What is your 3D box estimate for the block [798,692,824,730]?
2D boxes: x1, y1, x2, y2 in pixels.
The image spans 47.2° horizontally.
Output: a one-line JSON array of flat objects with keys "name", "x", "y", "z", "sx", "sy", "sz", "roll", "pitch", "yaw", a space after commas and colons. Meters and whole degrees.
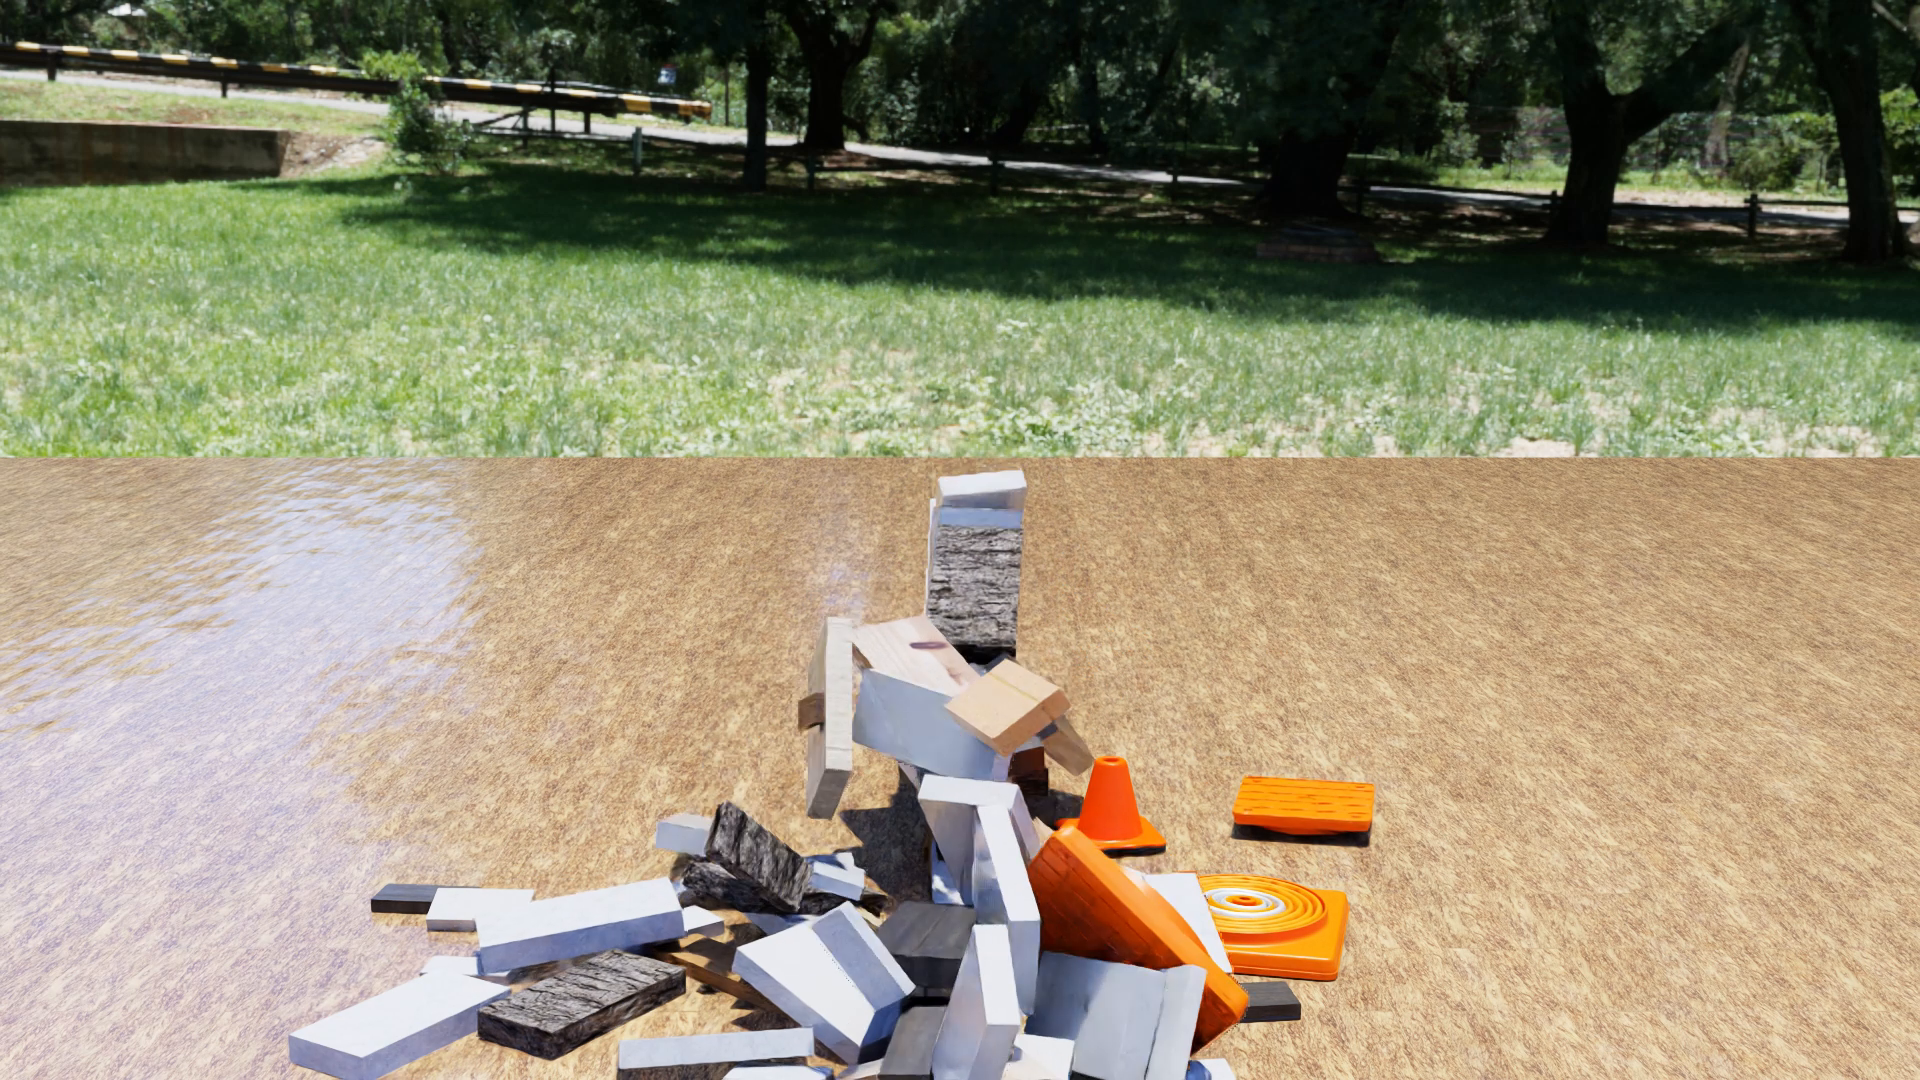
[{"name": "block", "x": -0.246, "y": 0.283, "z": 3.632, "sx": 0.014, "sy": 0.048, "sz": 0.096, "roll": 6, "pitch": -15, "yaw": -20}]

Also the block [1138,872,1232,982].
[{"name": "block", "x": 0.334, "y": 0.577, "z": 3.271, "sx": 0.088, "sy": 0.025, "sz": 0.176, "roll": 1, "pitch": 47, "yaw": -23}]

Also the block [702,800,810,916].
[{"name": "block", "x": -0.302, "y": 0.475, "z": 3.282, "sx": 0.025, "sy": 0.175, "sz": 0.088, "roll": -28, "pitch": 33, "yaw": 35}]

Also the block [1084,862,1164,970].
[{"name": "block", "x": 0.255, "y": 0.587, "z": 3.318, "sx": 0.122, "sy": 0.035, "sz": 0.245, "roll": 19, "pitch": 29, "yaw": 5}]

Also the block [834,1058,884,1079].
[{"name": "block", "x": -0.105, "y": 0.691, "z": 2.844, "sx": 0.134, "sy": 0.019, "sz": 0.067, "roll": -21, "pitch": 0, "yaw": 26}]

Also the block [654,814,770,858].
[{"name": "block", "x": -0.417, "y": 0.505, "z": 3.733, "sx": 0.151, "sy": 0.043, "sz": 0.302, "roll": 10, "pitch": -4, "yaw": 2}]

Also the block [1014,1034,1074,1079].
[{"name": "block", "x": 0.041, "y": 0.729, "z": 2.498, "sx": 0.116, "sy": 0.033, "sz": 0.513, "roll": 5, "pitch": 24, "yaw": 8}]

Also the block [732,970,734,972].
[{"name": "block", "x": -0.275, "y": 0.623, "z": 3.257, "sx": 0.085, "sy": 0.024, "sz": 0.170, "roll": 10, "pitch": 0, "yaw": 8}]

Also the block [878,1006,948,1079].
[{"name": "block", "x": -0.055, "y": 0.641, "z": 2.786, "sx": 0.066, "sy": 0.019, "sz": 0.131, "roll": -3, "pitch": 27, "yaw": 16}]

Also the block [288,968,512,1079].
[{"name": "block", "x": -0.780, "y": 0.679, "z": 3.082, "sx": 0.142, "sy": 0.040, "sz": 0.283, "roll": 6, "pitch": 12, "yaw": 31}]

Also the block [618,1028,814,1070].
[{"name": "block", "x": -0.329, "y": 0.681, "z": 2.950, "sx": 0.255, "sy": 0.036, "sz": 0.127, "roll": -2, "pitch": -12, "yaw": -10}]

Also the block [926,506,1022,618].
[{"name": "block", "x": 0.025, "y": 0.115, "z": 4.573, "sx": 0.180, "sy": 0.359, "sz": 0.051, "roll": 3, "pitch": 1, "yaw": -18}]

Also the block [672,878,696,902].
[{"name": "block", "x": -0.485, "y": 0.584, "z": 3.595, "sx": 0.096, "sy": 0.014, "sz": 0.048, "roll": -20, "pitch": 17, "yaw": -17}]

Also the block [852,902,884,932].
[{"name": "block", "x": -0.146, "y": 0.608, "z": 3.412, "sx": 0.016, "sy": 0.058, "sz": 0.121, "roll": -8, "pitch": 13, "yaw": -28}]

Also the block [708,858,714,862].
[{"name": "block", "x": -0.386, "y": 0.547, "z": 3.673, "sx": 0.058, "sy": 0.016, "sz": 0.116, "roll": 33, "pitch": -16, "yaw": -29}]

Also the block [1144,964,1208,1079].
[{"name": "block", "x": 0.254, "y": 0.605, "z": 2.685, "sx": 0.023, "sy": 0.166, "sz": 0.083, "roll": 24, "pitch": -25, "yaw": -19}]

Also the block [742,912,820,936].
[{"name": "block", "x": -0.257, "y": 0.591, "z": 3.424, "sx": 0.130, "sy": 0.037, "sz": 0.259, "roll": 17, "pitch": 0, "yaw": -25}]

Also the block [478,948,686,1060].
[{"name": "block", "x": -0.539, "y": 0.664, "z": 3.161, "sx": 0.142, "sy": 0.040, "sz": 0.283, "roll": 7, "pitch": 12, "yaw": 32}]

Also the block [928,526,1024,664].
[{"name": "block", "x": 0.030, "y": 0.106, "z": 4.367, "sx": 0.174, "sy": 0.049, "sz": 0.348, "roll": 2, "pitch": 41, "yaw": 3}]

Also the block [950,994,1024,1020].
[{"name": "block", "x": 0.032, "y": 0.578, "z": 2.733, "sx": 0.071, "sy": 0.020, "sz": 0.267, "roll": 41, "pitch": -14, "yaw": 5}]

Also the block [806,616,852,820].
[{"name": "block", "x": -0.217, "y": 0.295, "z": 3.659, "sx": 0.043, "sy": 0.151, "sz": 0.302, "roll": 8, "pitch": 50, "yaw": -13}]

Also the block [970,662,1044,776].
[{"name": "block", "x": 0.014, "y": 0.305, "z": 3.666, "sx": 0.148, "sy": 0.042, "sz": 0.295, "roll": -12, "pitch": 29, "yaw": -18}]

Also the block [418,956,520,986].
[{"name": "block", "x": -0.736, "y": 0.648, "z": 3.303, "sx": 0.134, "sy": 0.019, "sz": 0.067, "roll": 1, "pitch": 11, "yaw": 6}]

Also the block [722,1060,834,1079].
[{"name": "block", "x": -0.256, "y": 0.721, "z": 2.784, "sx": 0.127, "sy": 0.036, "sz": 0.263, "roll": 2, "pitch": 4, "yaw": 12}]

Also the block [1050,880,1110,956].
[{"name": "block", "x": 0.166, "y": 0.587, "z": 3.243, "sx": 0.023, "sy": 0.166, "sz": 0.083, "roll": 33, "pitch": -34, "yaw": -8}]

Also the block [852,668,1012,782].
[{"name": "block", "x": -0.045, "y": 0.301, "z": 3.508, "sx": 0.035, "sy": 0.122, "sz": 0.343, "roll": 10, "pitch": 3, "yaw": -42}]

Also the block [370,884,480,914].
[{"name": "block", "x": -0.876, "y": 0.590, "z": 3.609, "sx": 0.158, "sy": 0.022, "sz": 0.079, "roll": 1, "pitch": 11, "yaw": 6}]

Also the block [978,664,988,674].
[{"name": "block", "x": -0.019, "y": 0.263, "z": 4.253, "sx": 0.174, "sy": 0.049, "sz": 0.533, "roll": 2, "pitch": -1, "yaw": 4}]

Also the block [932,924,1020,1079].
[{"name": "block", "x": 0.015, "y": 0.564, "z": 2.469, "sx": 0.037, "sy": 0.260, "sz": 0.130, "roll": 4, "pitch": 43, "yaw": -12}]

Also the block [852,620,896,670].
[{"name": "block", "x": -0.093, "y": 0.228, "z": 3.943, "sx": 0.148, "sy": 0.042, "sz": 0.315, "roll": -10, "pitch": 24, "yaw": -15}]

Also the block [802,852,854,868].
[{"name": "block", "x": -0.227, "y": 0.557, "z": 3.723, "sx": 0.097, "sy": 0.049, "sz": 0.014, "roll": -3, "pitch": -33, "yaw": -17}]

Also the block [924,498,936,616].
[{"name": "block", "x": 0.012, "y": 0.142, "z": 5.002, "sx": 0.180, "sy": 0.051, "sz": 0.645, "roll": 0, "pitch": 44, "yaw": 2}]

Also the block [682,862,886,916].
[{"name": "block", "x": -0.271, "y": 0.548, "z": 3.445, "sx": 0.130, "sy": 0.037, "sz": 0.350, "roll": 17, "pitch": 1, "yaw": 35}]

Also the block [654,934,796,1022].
[{"name": "block", "x": -0.320, "y": 0.650, "z": 3.280, "sx": 0.331, "sy": 0.024, "sz": 0.085, "roll": 10, "pitch": 15, "yaw": 43}]
